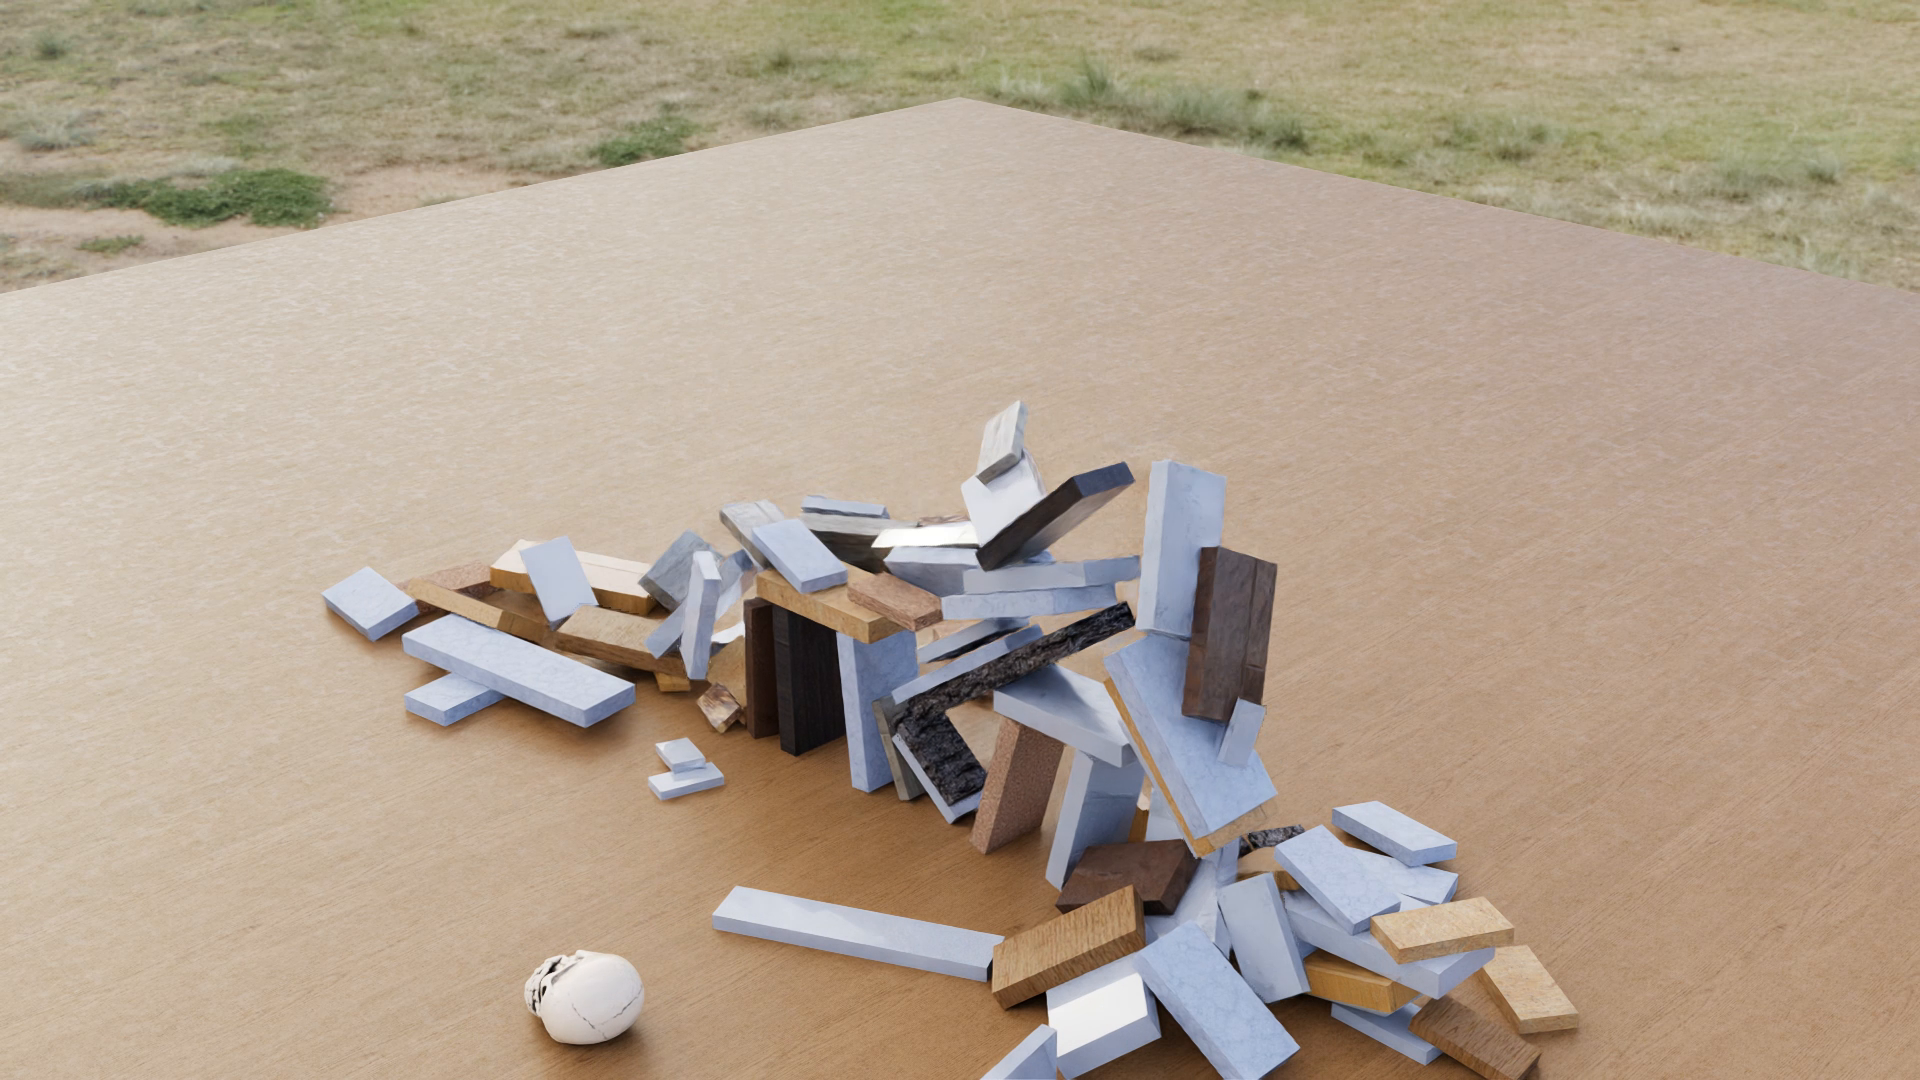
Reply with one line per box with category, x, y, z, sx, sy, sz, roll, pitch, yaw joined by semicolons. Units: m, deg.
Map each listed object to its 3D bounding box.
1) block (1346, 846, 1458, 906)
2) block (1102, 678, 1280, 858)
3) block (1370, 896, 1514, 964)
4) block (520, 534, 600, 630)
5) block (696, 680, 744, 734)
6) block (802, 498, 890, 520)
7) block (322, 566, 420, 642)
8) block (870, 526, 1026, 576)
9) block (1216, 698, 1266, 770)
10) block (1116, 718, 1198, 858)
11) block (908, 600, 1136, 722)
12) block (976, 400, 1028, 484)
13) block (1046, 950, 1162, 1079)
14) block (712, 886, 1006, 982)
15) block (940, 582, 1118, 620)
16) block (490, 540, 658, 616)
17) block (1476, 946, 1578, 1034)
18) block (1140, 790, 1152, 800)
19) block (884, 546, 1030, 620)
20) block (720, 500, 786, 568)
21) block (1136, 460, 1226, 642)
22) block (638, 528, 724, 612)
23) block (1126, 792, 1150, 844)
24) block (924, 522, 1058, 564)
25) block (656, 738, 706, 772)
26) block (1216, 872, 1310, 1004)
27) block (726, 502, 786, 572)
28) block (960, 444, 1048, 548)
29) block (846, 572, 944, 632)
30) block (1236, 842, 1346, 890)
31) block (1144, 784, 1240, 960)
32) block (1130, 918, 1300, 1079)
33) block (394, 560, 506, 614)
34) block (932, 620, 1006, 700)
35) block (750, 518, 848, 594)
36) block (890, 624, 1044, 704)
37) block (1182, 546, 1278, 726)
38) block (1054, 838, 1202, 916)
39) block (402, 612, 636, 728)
block;0.793;0.644;4.200;0.288;0.033;0.116;12;26;25
block;0.415;0.371;3.937;0.176;0.353;0.050;-23;-9;-37
block;0.807;0.653;3.685;0.211;0.030;0.105;-7;22;-14
block;-0.968;0.102;5.319;0.122;0.035;0.245;-20;52;-15
block;-0.527;0.366;4.824;0.071;0.020;0.141;-43;32;-3
block;-0.243;-0.044;4.789;0.191;0.095;0.027;6;53;22
block;-1.423;0.153;5.306;0.132;0.037;0.264;-34;37;-25
block;-0.008;0.057;4.501;0.356;0.178;0.050;-2;42;49
block;0.491;0.338;3.835;0.057;0.113;0.016;21;-3;-35
block;0.407;0.419;3.964;0.130;0.283;0.037;-25;-8;-37
block;0.112;0.235;4.199;0.176;0.050;0.480;-21;-5;-44
block;0.086;-0.199;4.439;0.095;0.027;0.191;-34;25;29
block;0.239;0.768;3.784;0.177;0.050;0.354;-28;21;10
block;-0.188;0.719;4.028;0.533;0.030;0.106;8;24;17
block;0.126;0.115;4.131;0.155;0.044;0.324;-7;1;-39
block;-0.934;0.092;5.431;0.407;0.050;0.178;11;25;11
block;0.989;0.788;3.865;0.106;0.030;0.212;-4;23;-10
block;0.367;0.536;4.476;0.057;0.016;0.197;-14;27;-30
block;0.000;0.087;4.433;0.310;0.155;0.044;2;44;47
block;-0.417;-0.014;4.708;0.109;0.031;0.219;-13;34;-28
block;0.390;0.022;3.868;0.149;0.299;0.042;14;-12;-39
block;-0.688;0.076;5.449;0.122;0.035;0.304;41;26;-5
block;0.315;0.531;4.361;0.033;0.116;0.232;-11;25;-24
block;0.055;0.030;4.507;0.305;0.153;0.043;-6;41;50
block;-0.589;0.453;4.638;0.071;0.020;0.141;-10;16;-20
block;0.523;0.692;3.803;0.105;0.211;0.030;-27;-18;36
block;-0.405;0.014;4.782;0.124;0.035;0.268;-1;38;-36
block;0.091;-0.080;4.328;0.153;0.043;0.305;-38;23;10
block;-0.122;0.123;4.419;0.103;0.029;0.206;-20;31;-39
block;0.573;0.591;3.964;0.130;0.037;0.259;-21;0;-28
block;0.419;0.594;4.022;0.177;0.050;0.513;-25;27;26
block;0.427;0.781;3.689;0.140;0.040;0.281;-22;63;-41
block;-1.276;0.119;5.433;0.264;0.037;0.132;-18;29;-35
block;0.050;0.272;5.064;0.153;0.043;0.307;-6;24;-14
block;-0.336;0.032;4.582;0.109;0.031;0.219;-15;38;-29
block;0.012;0.244;4.304;0.103;0.029;0.356;-21;-5;-44
block;0.475;0.174;3.870;0.149;0.299;0.042;16;-13;-36
block;0.308;0.620;4.020;0.281;0.040;0.140;-14;35;50
block;-0.995;0.287;4.933;0.590;0.043;0.153;17;29;33
